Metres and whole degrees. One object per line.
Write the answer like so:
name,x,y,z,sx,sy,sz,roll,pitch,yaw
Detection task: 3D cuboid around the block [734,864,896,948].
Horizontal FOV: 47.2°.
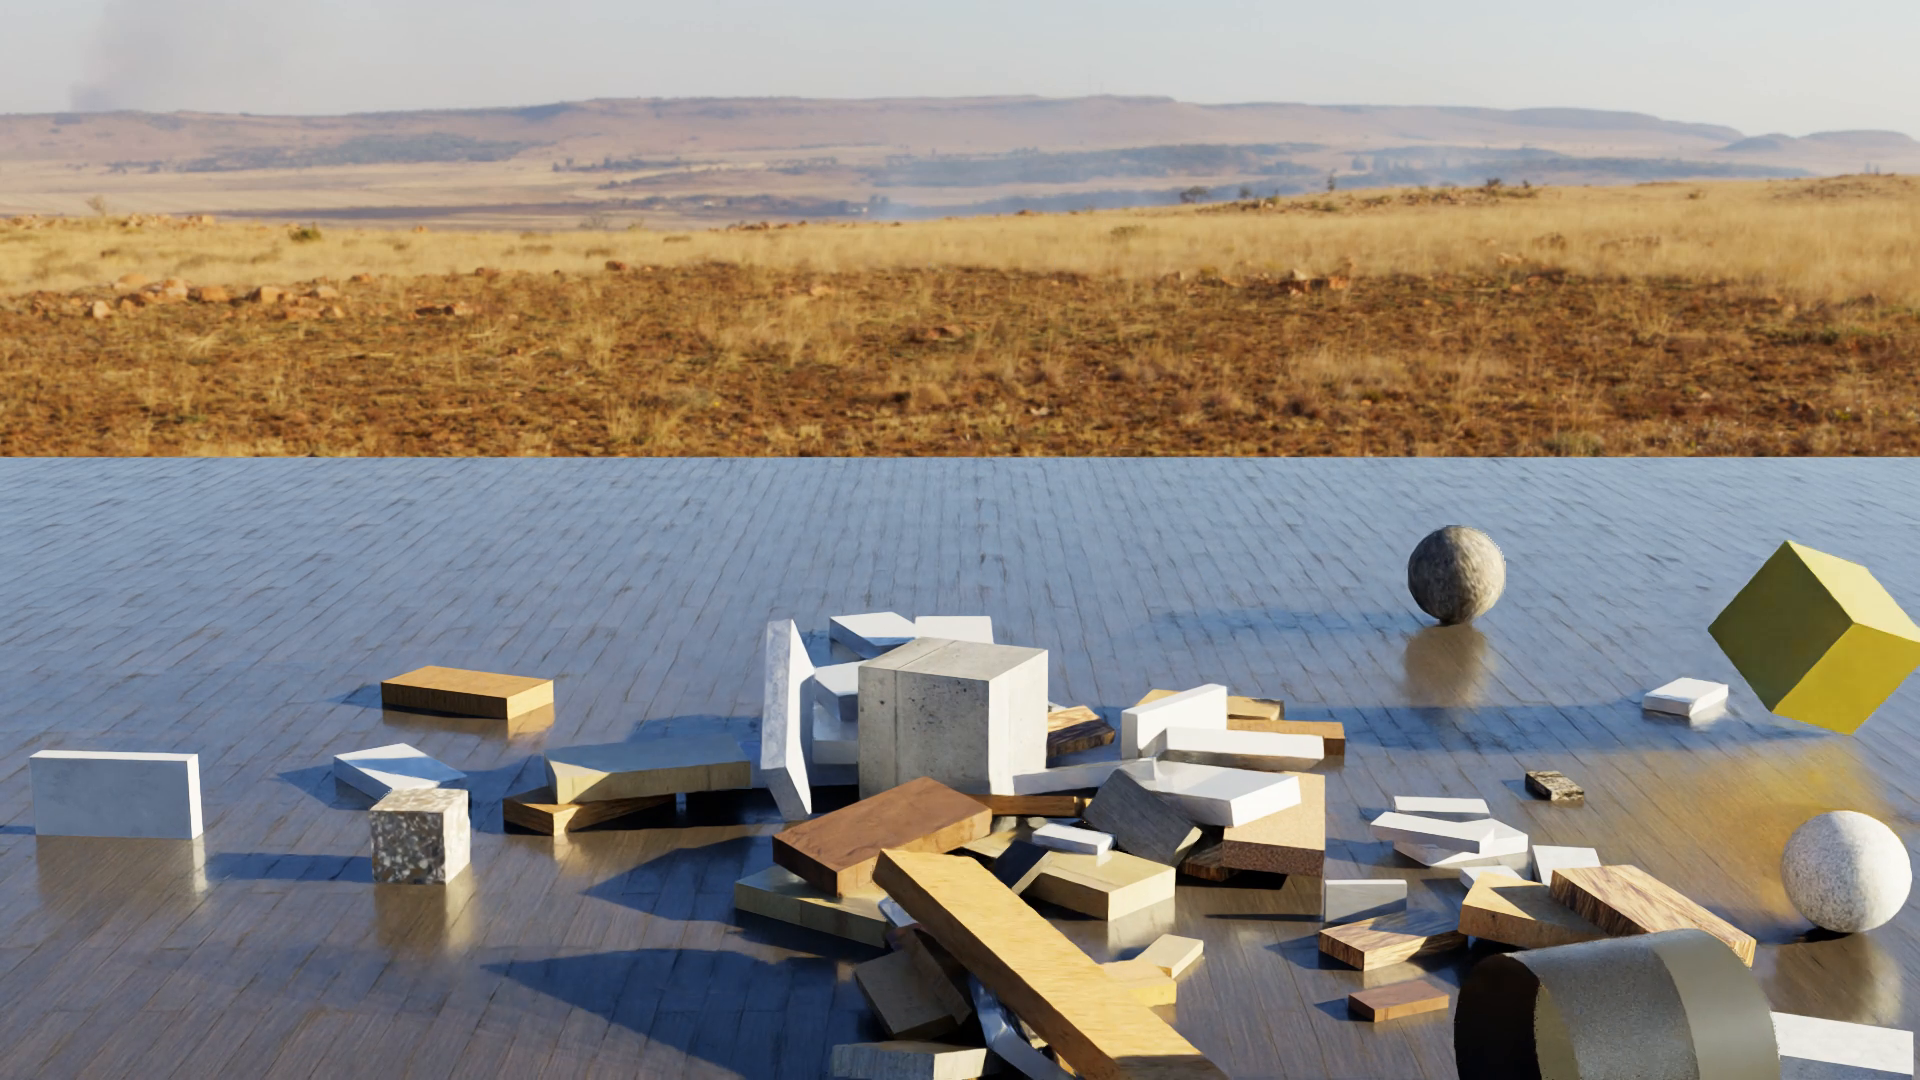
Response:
block,-0.197,0.586,3.570,0.314,0.044,0.154,8,13,35

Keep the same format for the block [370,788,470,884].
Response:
block,-0.924,0.507,3.768,0.128,0.128,0.128,1,11,6

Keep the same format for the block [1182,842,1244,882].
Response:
block,0.463,0.553,3.811,0.076,0.022,0.170,8,13,37

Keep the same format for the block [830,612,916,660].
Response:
block,-0.186,0.241,5.418,0.170,0.048,0.339,-4,11,-22

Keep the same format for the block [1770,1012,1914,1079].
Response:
block,1.133,0.694,2.993,0.300,0.042,0.150,4,11,23

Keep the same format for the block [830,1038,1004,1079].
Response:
block,-0.045,0.653,2.762,0.122,0.035,0.467,2,-11,12

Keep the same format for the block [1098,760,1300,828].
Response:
block,0.424,0.452,3.937,0.169,0.048,0.338,-13,8,-38

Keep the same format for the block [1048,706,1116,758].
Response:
block,0.196,0.384,4.383,0.209,0.030,0.104,-8,31,-36

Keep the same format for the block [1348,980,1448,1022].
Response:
block,0.637,0.669,3.194,0.130,0.018,0.065,-5,12,-25

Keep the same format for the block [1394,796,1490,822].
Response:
block,0.892,0.502,4.078,0.166,0.023,0.083,1,11,6

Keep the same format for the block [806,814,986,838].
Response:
block,-0.113,0.505,3.875,0.309,0.044,0.154,0,-9,-2

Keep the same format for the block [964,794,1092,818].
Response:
block,0.117,0.477,3.935,0.236,0.033,0.118,-2,-10,25

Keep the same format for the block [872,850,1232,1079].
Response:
block,0.123,0.606,3.015,0.168,0.048,0.713,11,13,-35

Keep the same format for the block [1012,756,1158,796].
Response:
block,0.226,0.424,3.952,0.251,0.036,0.126,-7,-4,7

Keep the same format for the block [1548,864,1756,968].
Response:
block,1.049,0.573,3.350,0.150,0.042,0.300,0,13,-20

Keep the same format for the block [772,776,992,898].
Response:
block,-0.128,0.492,3.673,0.336,0.048,0.168,-17,26,-39

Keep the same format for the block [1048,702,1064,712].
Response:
block,0.142,0.343,4.591,0.126,0.036,0.295,21,-2,8

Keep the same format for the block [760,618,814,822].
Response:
block,-0.319,0.334,4.095,0.048,0.170,0.339,-9,48,8

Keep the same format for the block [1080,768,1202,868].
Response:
block,0.312,0.489,3.794,0.209,0.104,0.030,34,-5,45

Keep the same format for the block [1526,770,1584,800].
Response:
block,1.147,0.474,4.245,0.064,0.018,0.129,-1,11,-8

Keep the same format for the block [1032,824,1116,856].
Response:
block,0.195,0.513,3.772,0.129,0.018,0.064,6,12,31

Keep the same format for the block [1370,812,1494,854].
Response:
block,0.827,0.513,3.856,0.196,0.023,0.083,6,12,29

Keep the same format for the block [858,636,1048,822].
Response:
block,-0.011,0.355,4.193,0.270,0.270,0.270,5,12,25

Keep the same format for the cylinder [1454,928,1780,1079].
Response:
cylinder,0.800,0.631,2.701,0.275,0.275,0.275,-4,11,-19

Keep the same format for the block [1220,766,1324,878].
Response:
block,0.565,0.498,3.938,0.169,0.048,0.520,5,9,9

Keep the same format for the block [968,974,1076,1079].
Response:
block,0.081,0.662,2.995,0.122,0.035,0.244,37,4,-11

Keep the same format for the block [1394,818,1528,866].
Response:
block,0.885,0.534,3.891,0.209,0.030,0.104,-4,11,-22

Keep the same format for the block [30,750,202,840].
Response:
block,-1.522,0.460,3.969,0.293,0.147,0.042,1,11,5

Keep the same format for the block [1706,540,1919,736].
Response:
block,1.795,0.206,4.597,0.258,0.258,0.258,15,33,-30

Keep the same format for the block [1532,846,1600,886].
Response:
block,1.023,0.573,3.681,0.104,0.030,0.284,2,11,10

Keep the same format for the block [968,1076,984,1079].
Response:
block,-0.021,0.701,2.832,0.087,0.025,0.174,1,-11,6
